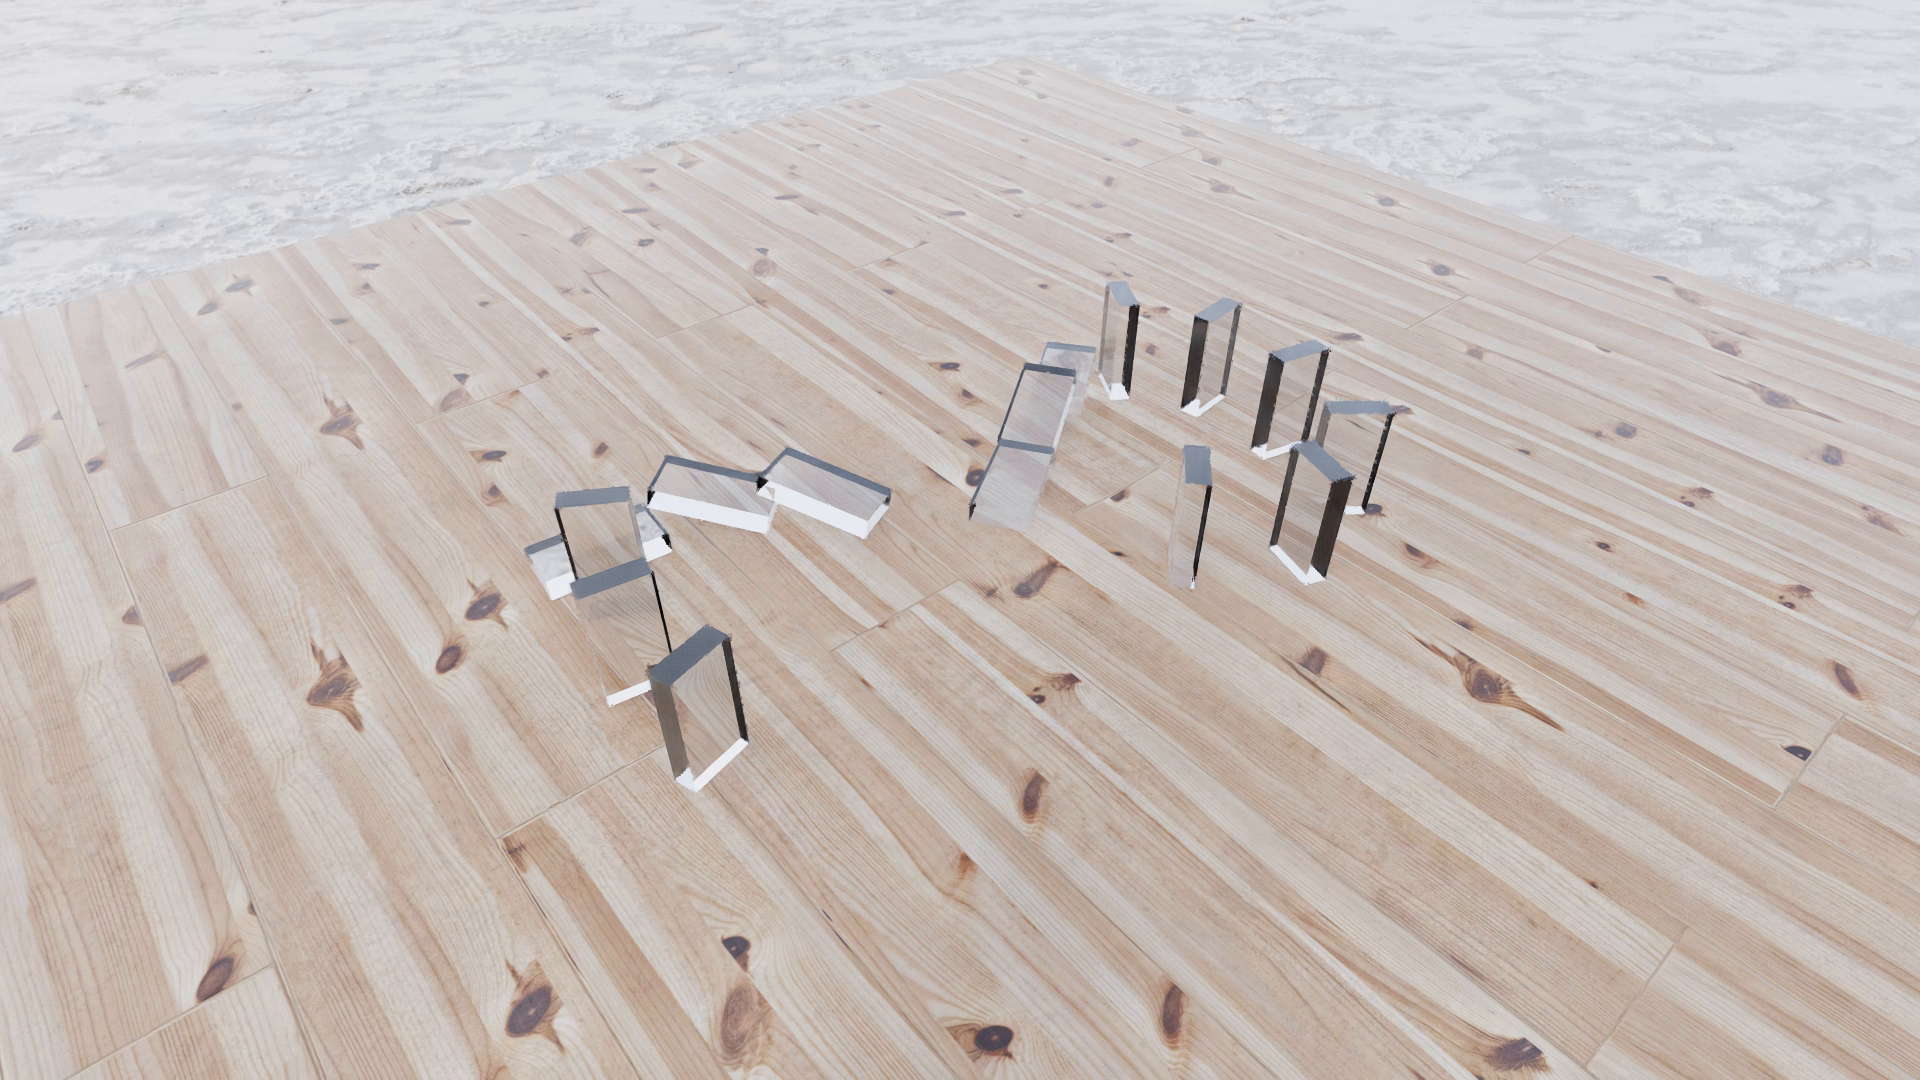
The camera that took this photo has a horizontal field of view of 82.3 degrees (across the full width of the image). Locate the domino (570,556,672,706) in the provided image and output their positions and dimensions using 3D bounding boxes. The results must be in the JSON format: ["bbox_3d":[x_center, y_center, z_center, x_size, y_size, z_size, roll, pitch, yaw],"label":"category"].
[{"bbox_3d":[-0.113,0.032,0.373,0.025,0.050,0.009,-22,44,-24],"label":"domino"}]

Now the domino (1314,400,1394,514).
[{"bbox_3d":[0.158,-0.033,0.452,0.025,0.050,0.009,0,39,-1],"label":"domino"}]

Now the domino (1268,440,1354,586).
[{"bbox_3d":[0.135,-0.010,0.424,0.009,0.050,0.025,-14,41,-16],"label":"domino"}]

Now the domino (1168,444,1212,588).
[{"bbox_3d":[0.088,-0.009,0.422,0.010,0.050,0.025,5,40,6],"label":"domino"}]

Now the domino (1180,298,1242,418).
[{"bbox_3d":[0.118,-0.086,0.516,0.010,0.050,0.025,30,48,31],"label":"domino"}]

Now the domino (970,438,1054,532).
[{"bbox_3d":[0.023,-0.024,0.473,0.025,0.010,0.050,11,41,13],"label":"domino"}]

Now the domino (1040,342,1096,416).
[{"bbox_3d":[0.051,-0.080,0.541,0.025,0.010,0.050,8,40,10],"label":"domino"}]

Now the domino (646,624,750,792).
[{"bbox_3d":[-0.081,0.054,0.346,0.009,0.050,0.025,23,45,26],"label":"domino"}]

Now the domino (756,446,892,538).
[{"bbox_3d":[-0.056,-0.020,0.460,0.050,0.010,0.025,22,40,9],"label":"domino"}]

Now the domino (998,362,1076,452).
[{"bbox_3d":[0.036,-0.060,0.507,0.025,0.010,0.050,11,54,13],"label":"domino"}]

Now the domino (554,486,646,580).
[{"bbox_3d":[-0.131,0.004,0.407,0.025,0.050,0.010,-6,40,-8],"label":"domino"}]

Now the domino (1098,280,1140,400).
[{"bbox_3d":[0.076,-0.095,0.528,0.009,0.050,0.025,-6,40,-7],"label":"domino"}]

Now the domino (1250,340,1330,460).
[{"bbox_3d":[0.146,-0.062,0.487,0.025,0.050,0.009,-18,43,-21],"label":"domino"}]

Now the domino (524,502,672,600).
[{"bbox_3d":[-0.144,0.004,0.439,0.050,0.010,0.025,-25,45,-27],"label":"domino"}]

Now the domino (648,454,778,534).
[{"bbox_3d":[-0.102,-0.019,0.460,0.050,0.009,0.025,13,40,-2],"label":"domino"}]
